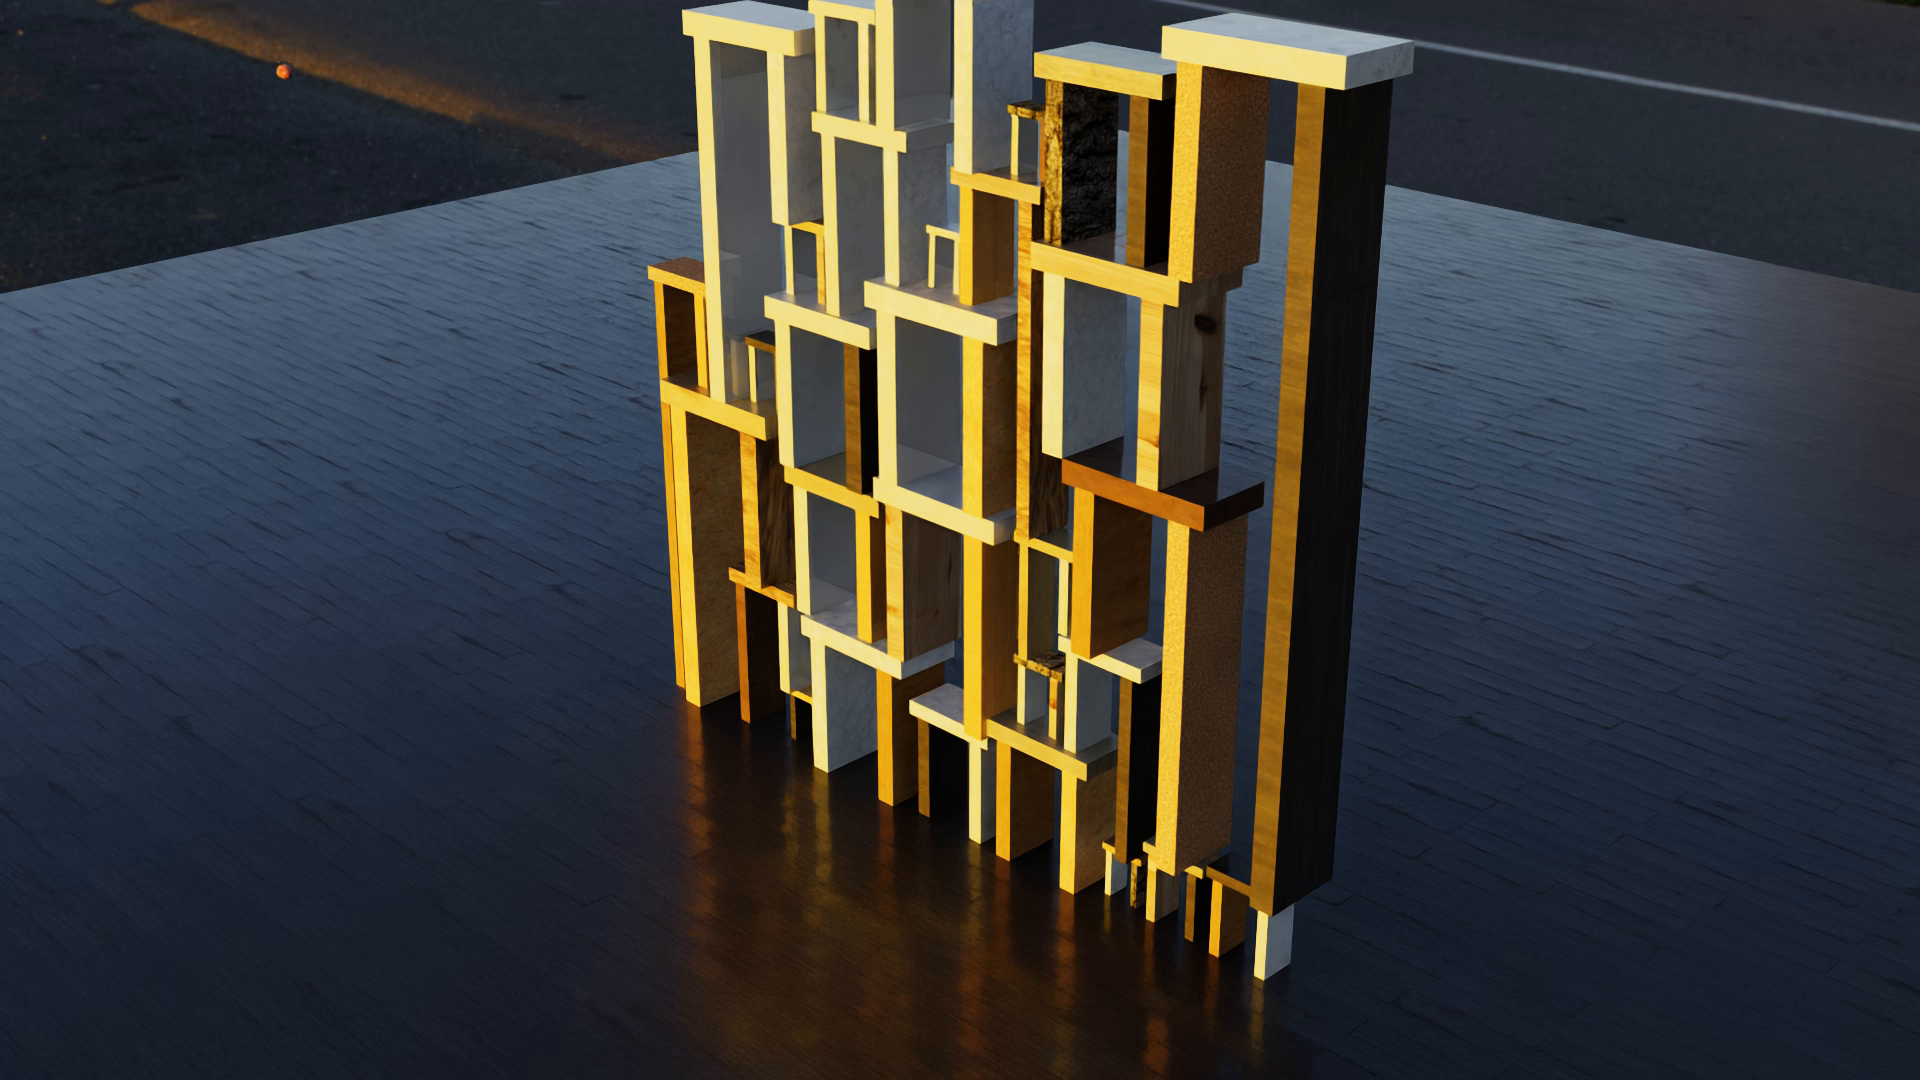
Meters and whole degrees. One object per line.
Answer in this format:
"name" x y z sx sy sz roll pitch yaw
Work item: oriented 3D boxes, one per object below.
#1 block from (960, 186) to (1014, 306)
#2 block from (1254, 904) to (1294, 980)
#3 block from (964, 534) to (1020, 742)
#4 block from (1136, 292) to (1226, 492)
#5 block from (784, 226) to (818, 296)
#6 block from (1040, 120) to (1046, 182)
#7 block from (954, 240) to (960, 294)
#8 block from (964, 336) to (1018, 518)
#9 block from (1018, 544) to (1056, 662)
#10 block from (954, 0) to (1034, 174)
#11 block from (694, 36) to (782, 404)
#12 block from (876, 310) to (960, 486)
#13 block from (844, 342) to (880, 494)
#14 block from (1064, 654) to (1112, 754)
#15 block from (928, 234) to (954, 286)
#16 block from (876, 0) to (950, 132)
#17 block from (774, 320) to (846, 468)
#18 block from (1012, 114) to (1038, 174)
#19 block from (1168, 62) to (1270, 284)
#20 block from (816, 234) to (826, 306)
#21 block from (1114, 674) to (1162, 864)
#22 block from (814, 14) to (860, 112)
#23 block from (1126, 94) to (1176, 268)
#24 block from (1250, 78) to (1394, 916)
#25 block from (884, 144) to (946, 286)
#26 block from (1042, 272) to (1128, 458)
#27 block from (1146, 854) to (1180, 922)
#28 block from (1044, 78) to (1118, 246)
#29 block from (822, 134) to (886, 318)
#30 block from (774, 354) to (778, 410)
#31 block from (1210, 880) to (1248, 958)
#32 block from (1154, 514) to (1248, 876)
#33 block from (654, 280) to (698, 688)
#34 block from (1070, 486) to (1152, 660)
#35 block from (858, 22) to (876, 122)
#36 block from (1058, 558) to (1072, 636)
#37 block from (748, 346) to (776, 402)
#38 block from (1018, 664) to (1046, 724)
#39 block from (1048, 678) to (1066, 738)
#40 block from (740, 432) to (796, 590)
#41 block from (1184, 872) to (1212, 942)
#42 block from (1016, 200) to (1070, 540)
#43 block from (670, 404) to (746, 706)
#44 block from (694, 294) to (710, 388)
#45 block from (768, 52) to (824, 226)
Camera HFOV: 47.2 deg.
"block" 0.049 -0.536 3.936 0.030 0.215 0.108 21 31 40
"block" 0.560 0.699 3.915 0.022 0.155 0.077 21 31 41
"block" 0.081 0.165 4.204 0.046 0.416 0.162 21 31 41
"block" 0.373 -0.262 3.700 0.164 0.328 0.047 -21 31 -40
"block" -0.310 -0.557 4.330 0.020 0.139 0.069 21 31 41
"block" 0.160 -0.670 3.765 0.052 0.103 0.015 -22 33 -40
"block" 0.012 -0.500 3.999 0.014 0.098 0.049 21 29 40
"block" 0.083 -0.225 4.038 0.170 0.340 0.048 -21 31 -41
"block" 0.144 0.106 4.107 0.075 0.235 0.021 -21 31 -41
"block" 0.059 -0.817 3.805 0.150 0.344 0.043 -21 31 -40
"block" -0.439 -0.648 4.425 0.046 0.740 0.163 21 31 41
"block" -0.078 -0.288 4.186 0.048 0.340 0.170 21 31 40
"block" -0.153 -0.253 4.287 0.043 0.302 0.151 21 31 41
"block" 0.239 0.288 4.087 0.099 0.198 0.028 -21 31 -41
"block" -0.034 -0.518 4.041 0.014 0.098 0.049 21 29 40
"block" -0.083 -0.894 3.930 0.043 0.301 0.150 20 30 37
"block" -0.296 -0.309 4.418 0.043 0.302 0.151 21 31 41
"block" 0.113 -0.689 3.810 0.052 0.103 0.015 -22 32 -40
"block" 0.415 -0.599 3.512 0.173 0.346 0.049 -21 32 -40
"block" -0.245 -0.532 4.270 0.069 0.139 0.020 -21 31 -41
"block" 0.332 0.408 4.036 0.099 0.380 0.028 -21 31 -40
"block" -0.226 -0.892 4.086 0.088 0.176 0.025 -21 31 -41
"block" 0.336 -0.598 3.598 0.139 0.277 0.039 -21 31 -40
"block" 0.580 -0.038 3.572 0.049 1.426 0.173 21 31 41
"block" -0.081 -0.606 4.052 0.036 0.253 0.126 21 31 40
"block" 0.218 -0.322 3.844 0.164 0.329 0.047 -22 31 -40
"block" 0.378 0.634 4.088 0.070 0.140 0.020 -21 31 -41
"block" 0.205 -0.648 3.719 0.139 0.277 0.039 -21 31 -40
"block" -0.199 -0.608 4.180 0.036 0.348 0.126 21 31 41
"block" -0.346 -0.326 4.461 0.017 0.119 0.059 21 31 41
"block" 0.487 0.671 3.982 0.022 0.155 0.077 21 31 41
"block" 0.424 0.262 3.870 0.160 0.677 0.045 -21 31 -40
"block" -0.597 -0.119 4.827 0.028 0.948 0.100 21 31 41
"block" 0.273 0.039 3.939 0.160 0.320 0.045 -21 31 -41
"block" -0.143 -0.860 4.009 0.025 0.176 0.088 22 32 40
"block" 0.214 0.095 4.026 0.075 0.149 0.021 -21 31 -40
"block" -0.403 -0.347 4.513 0.059 0.119 0.017 -21 31 -41
"block" 0.138 0.284 4.191 0.017 0.123 0.062 22 31 40
"block" 0.196 0.307 4.137 0.062 0.123 0.017 -21 31 -41
"block" -0.373 -0.083 4.602 0.048 0.341 0.171 21 31 41
"block" 0.444 0.660 4.027 0.070 0.140 0.020 -21 31 -41
"block" 0.151 -0.307 3.923 0.030 0.627 0.108 21 31 41
"block" -0.534 0.019 4.820 0.171 0.700 0.048 -21 31 -41
"block" -0.503 -0.426 4.594 0.028 0.200 0.100 21 31 41
"block" -0.286 -0.778 4.203 0.163 0.327 0.046 -21 31 -41
